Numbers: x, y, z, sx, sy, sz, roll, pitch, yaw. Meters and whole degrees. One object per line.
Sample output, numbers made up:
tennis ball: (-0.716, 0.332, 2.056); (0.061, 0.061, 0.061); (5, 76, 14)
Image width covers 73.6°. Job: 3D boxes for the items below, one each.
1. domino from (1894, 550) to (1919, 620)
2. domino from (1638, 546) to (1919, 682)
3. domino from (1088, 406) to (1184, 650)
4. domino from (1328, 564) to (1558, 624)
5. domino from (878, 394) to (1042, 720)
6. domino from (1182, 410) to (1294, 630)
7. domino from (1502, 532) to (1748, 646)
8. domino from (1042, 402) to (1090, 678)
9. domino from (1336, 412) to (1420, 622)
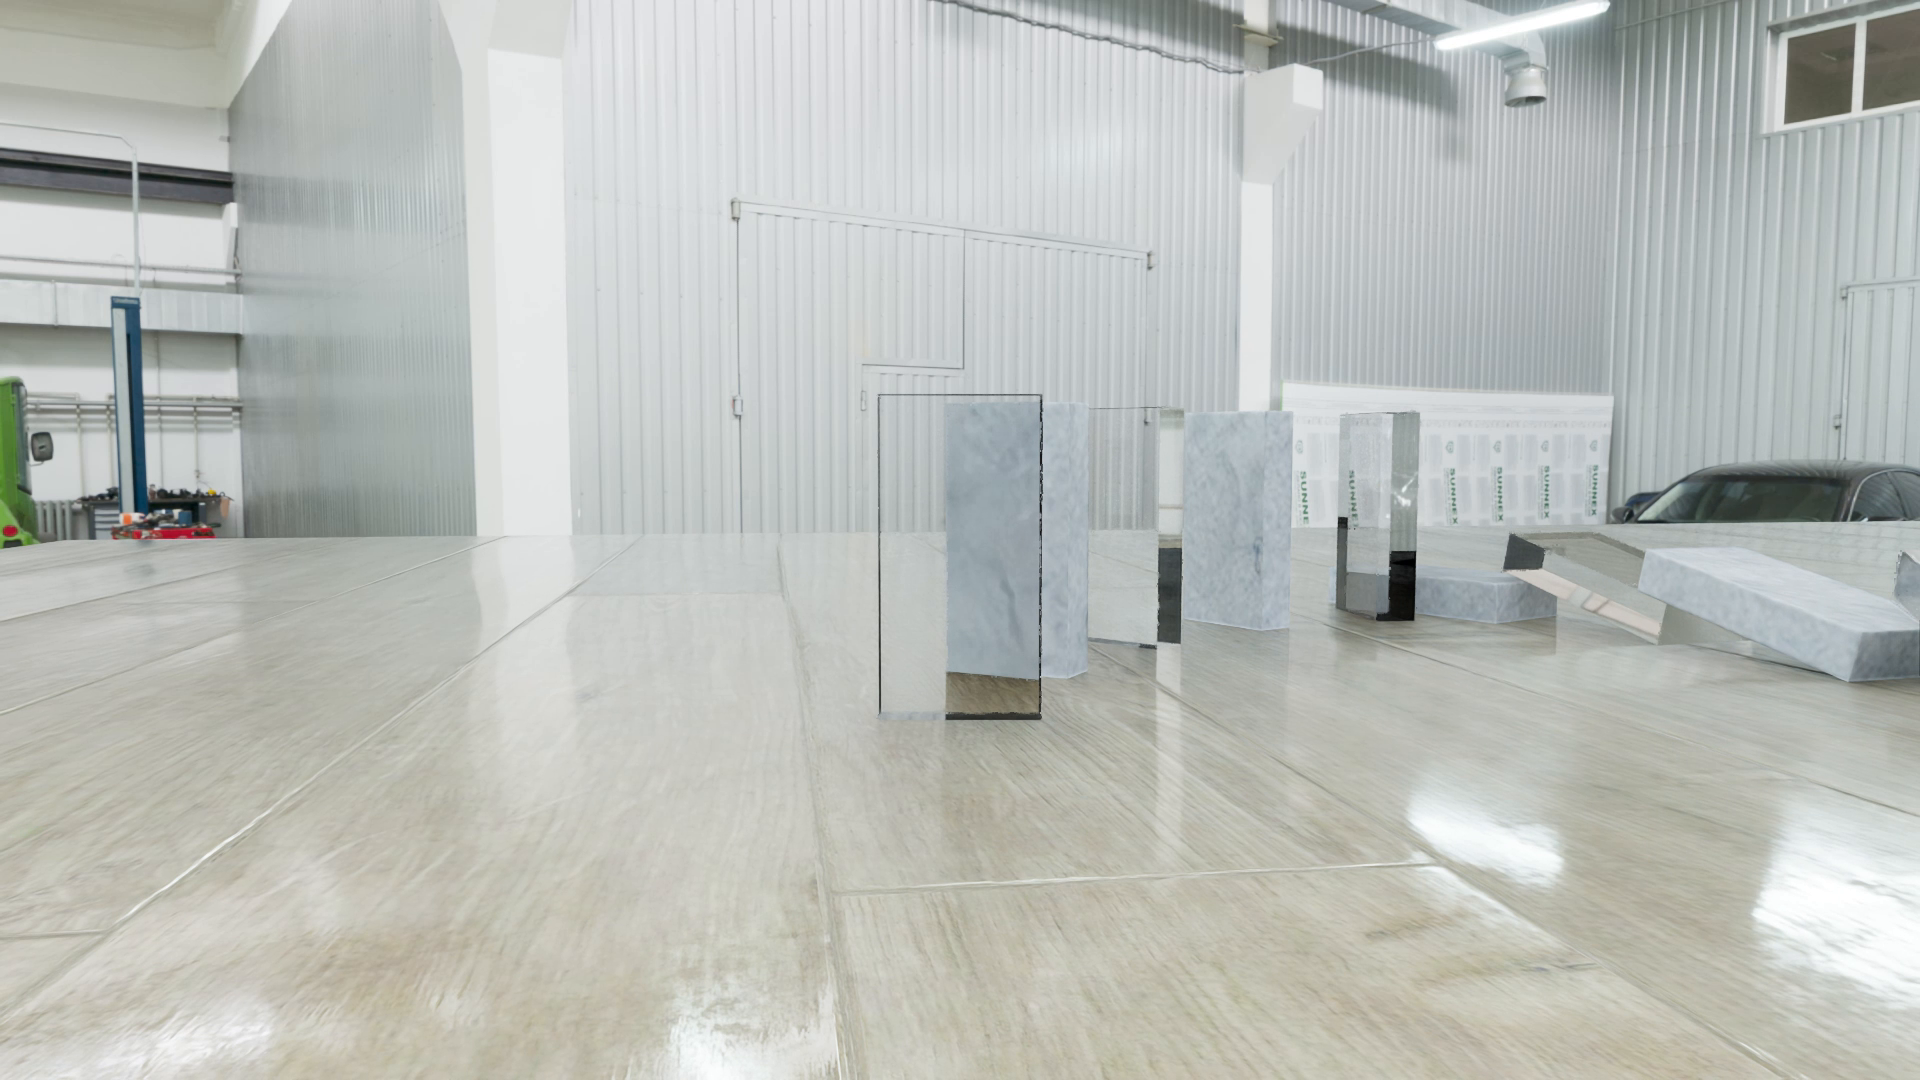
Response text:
domino: (0.184, 0.015, 0.218); (0.025, 0.009, 0.050); (2, 20, 15)
domino: (0.164, 0.013, 0.254); (0.025, 0.009, 0.050); (-1, 17, -16)
domino: (0.034, -0.003, 0.275); (0.025, 0.050, 0.009); (4, 6, 40)
domino: (0.124, 0.013, 0.331); (0.025, 0.010, 0.050); (-3, 5, -34)
domino: (0.000, 0.002, 0.201); (0.025, 0.050, 0.010); (0, 4, 0)
domino: (0.065, -0.005, 0.303); (0.010, 0.050, 0.025); (-3, 5, -35)
domino: (0.153, 0.010, 0.296); (0.025, 0.010, 0.050); (-1, 18, -16)
domino: (0.011, -0.001, 0.241); (0.025, 0.050, 0.009); (2, 5, 28)
domino: (0.103, -0.006, 0.319); (0.009, 0.050, 0.025); (0, 4, -6)
